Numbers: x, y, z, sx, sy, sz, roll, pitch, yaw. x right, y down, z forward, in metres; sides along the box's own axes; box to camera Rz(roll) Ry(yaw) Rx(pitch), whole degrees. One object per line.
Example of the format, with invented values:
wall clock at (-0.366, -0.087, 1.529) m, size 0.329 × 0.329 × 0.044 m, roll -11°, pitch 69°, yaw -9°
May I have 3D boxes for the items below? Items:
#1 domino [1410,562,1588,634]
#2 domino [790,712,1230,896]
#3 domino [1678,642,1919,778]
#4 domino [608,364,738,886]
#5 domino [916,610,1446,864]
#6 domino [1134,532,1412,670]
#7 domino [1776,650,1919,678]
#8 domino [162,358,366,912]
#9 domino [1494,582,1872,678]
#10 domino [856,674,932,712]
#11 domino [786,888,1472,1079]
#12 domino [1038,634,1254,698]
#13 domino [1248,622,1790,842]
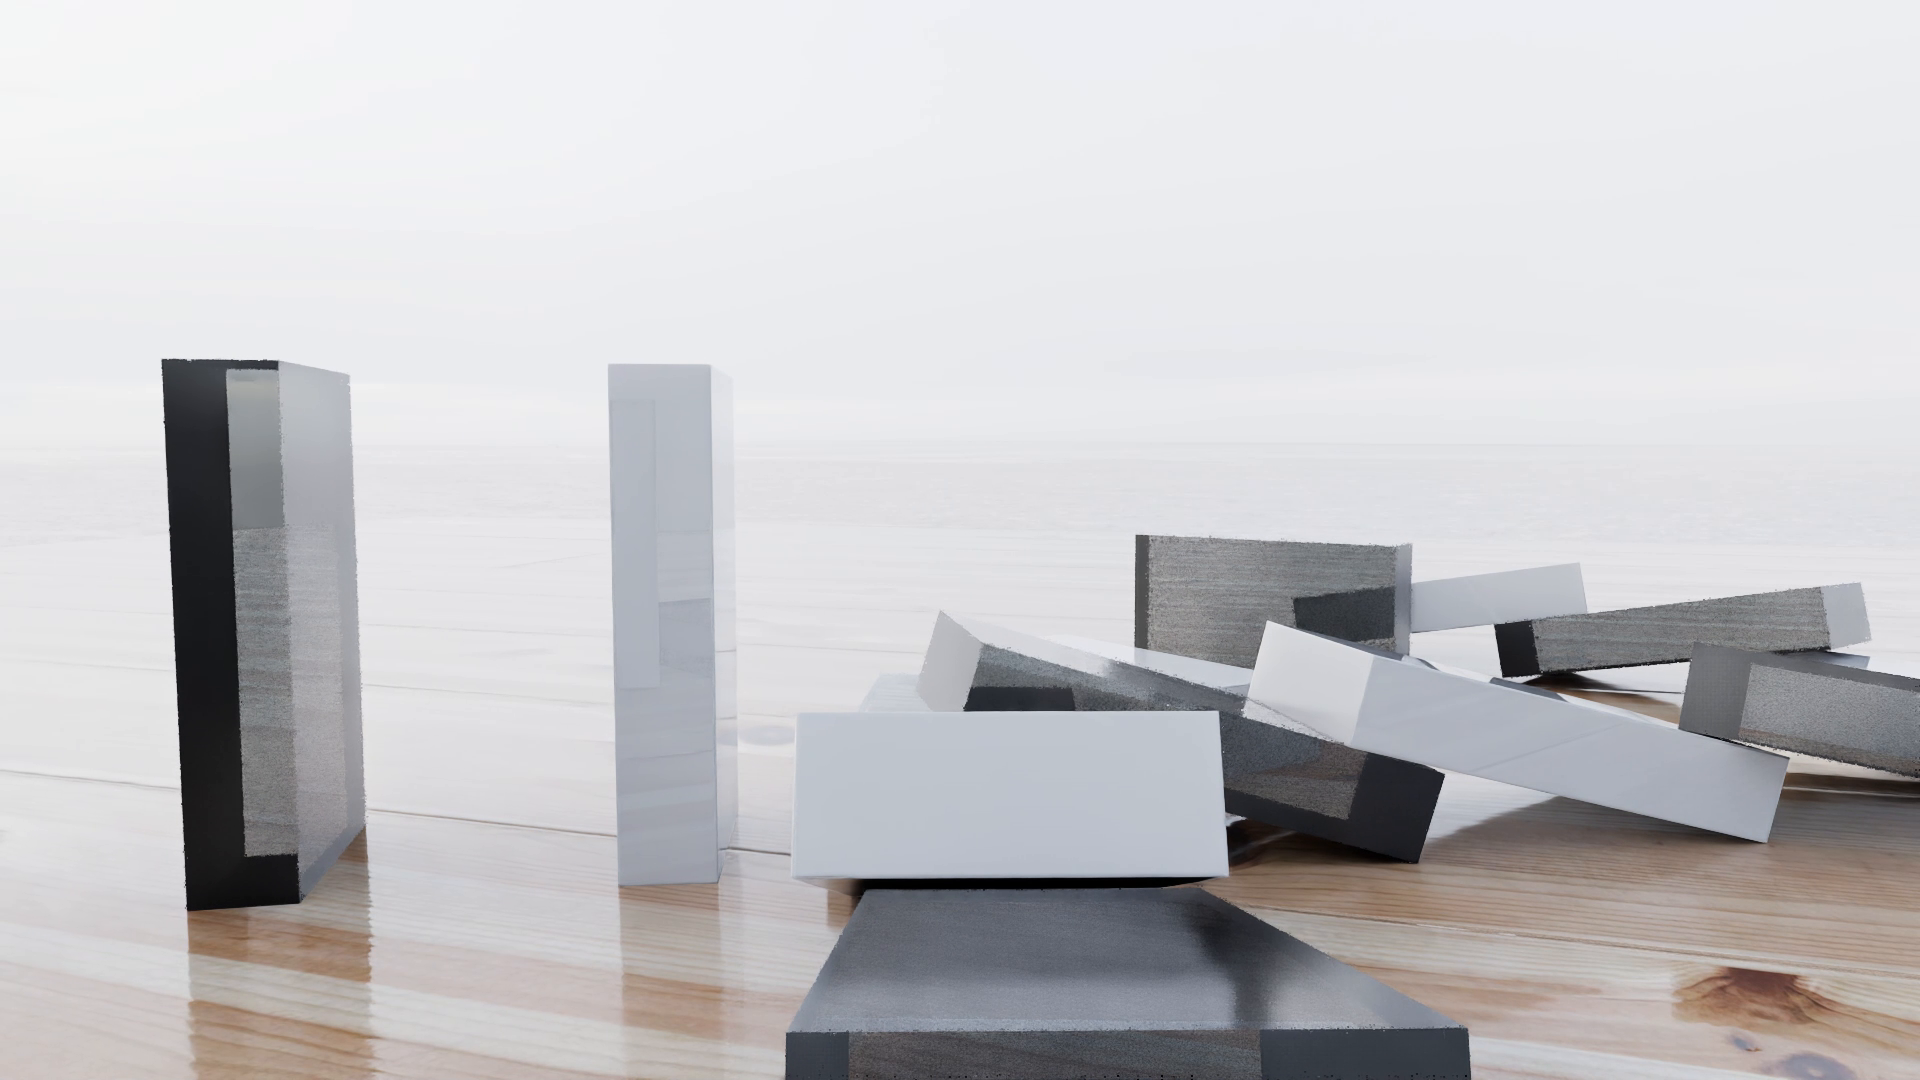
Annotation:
domino at (0.094, 0.013, 0.253) m, size 0.050 × 0.009 × 0.025 m, roll -9°, pitch -7°, yaw 20°
domino at (0.003, 0.022, 0.098) m, size 0.025 × 0.009 × 0.050 m, roll 0°, pitch -17°, yaw -1°
domino at (0.103, 0.021, 0.148) m, size 0.025 × 0.010 × 0.050 m, roll 10°, pitch -2°, yaw 42°
domino at (-0.029, 0.007, 0.134) m, size 0.009 × 0.050 × 0.025 m, roll 0°, pitch 4°, yaw -5°
domino at (0.022, 0.020, 0.138) m, size 0.050 × 0.009 × 0.025 m, roll 17°, pitch 1°, yaw -11°
domino at (0.057, 0.012, 0.239) m, size 0.050 × 0.025 × 0.010 m, roll 3°, pitch 5°, yaw 35°
domino at (0.139, 0.024, 0.181) m, size 0.025 × 0.009 × 0.050 m, roll -3°, pitch 5°, yaw -31°
domino at (-0.068, 0.008, 0.128) m, size 0.010 × 0.050 × 0.025 m, roll -1°, pitch 4°, yaw -12°
domino at (0.121, 0.016, 0.218) m, size 0.025 × 0.009 × 0.050 m, roll 0°, pitch -9°, yaw -43°
domino at (0.000, 0.026, 0.159) m, size 0.025 × 0.009 × 0.050 m, roll 0°, pitch 4°, yaw 3°
domino at (0.006, 0.027, 0.071) m, size 0.025 × 0.010 × 0.050 m, roll 0°, pitch -9°, yaw -1°
domino at (0.022, 0.023, 0.196) m, size 0.025 × 0.010 × 0.050 m, roll -3°, pitch 5°, yaw -35°
domino at (0.061, 0.021, 0.144) m, size 0.050 × 0.009 × 0.025 m, roll 14°, pitch 2°, yaw -11°
